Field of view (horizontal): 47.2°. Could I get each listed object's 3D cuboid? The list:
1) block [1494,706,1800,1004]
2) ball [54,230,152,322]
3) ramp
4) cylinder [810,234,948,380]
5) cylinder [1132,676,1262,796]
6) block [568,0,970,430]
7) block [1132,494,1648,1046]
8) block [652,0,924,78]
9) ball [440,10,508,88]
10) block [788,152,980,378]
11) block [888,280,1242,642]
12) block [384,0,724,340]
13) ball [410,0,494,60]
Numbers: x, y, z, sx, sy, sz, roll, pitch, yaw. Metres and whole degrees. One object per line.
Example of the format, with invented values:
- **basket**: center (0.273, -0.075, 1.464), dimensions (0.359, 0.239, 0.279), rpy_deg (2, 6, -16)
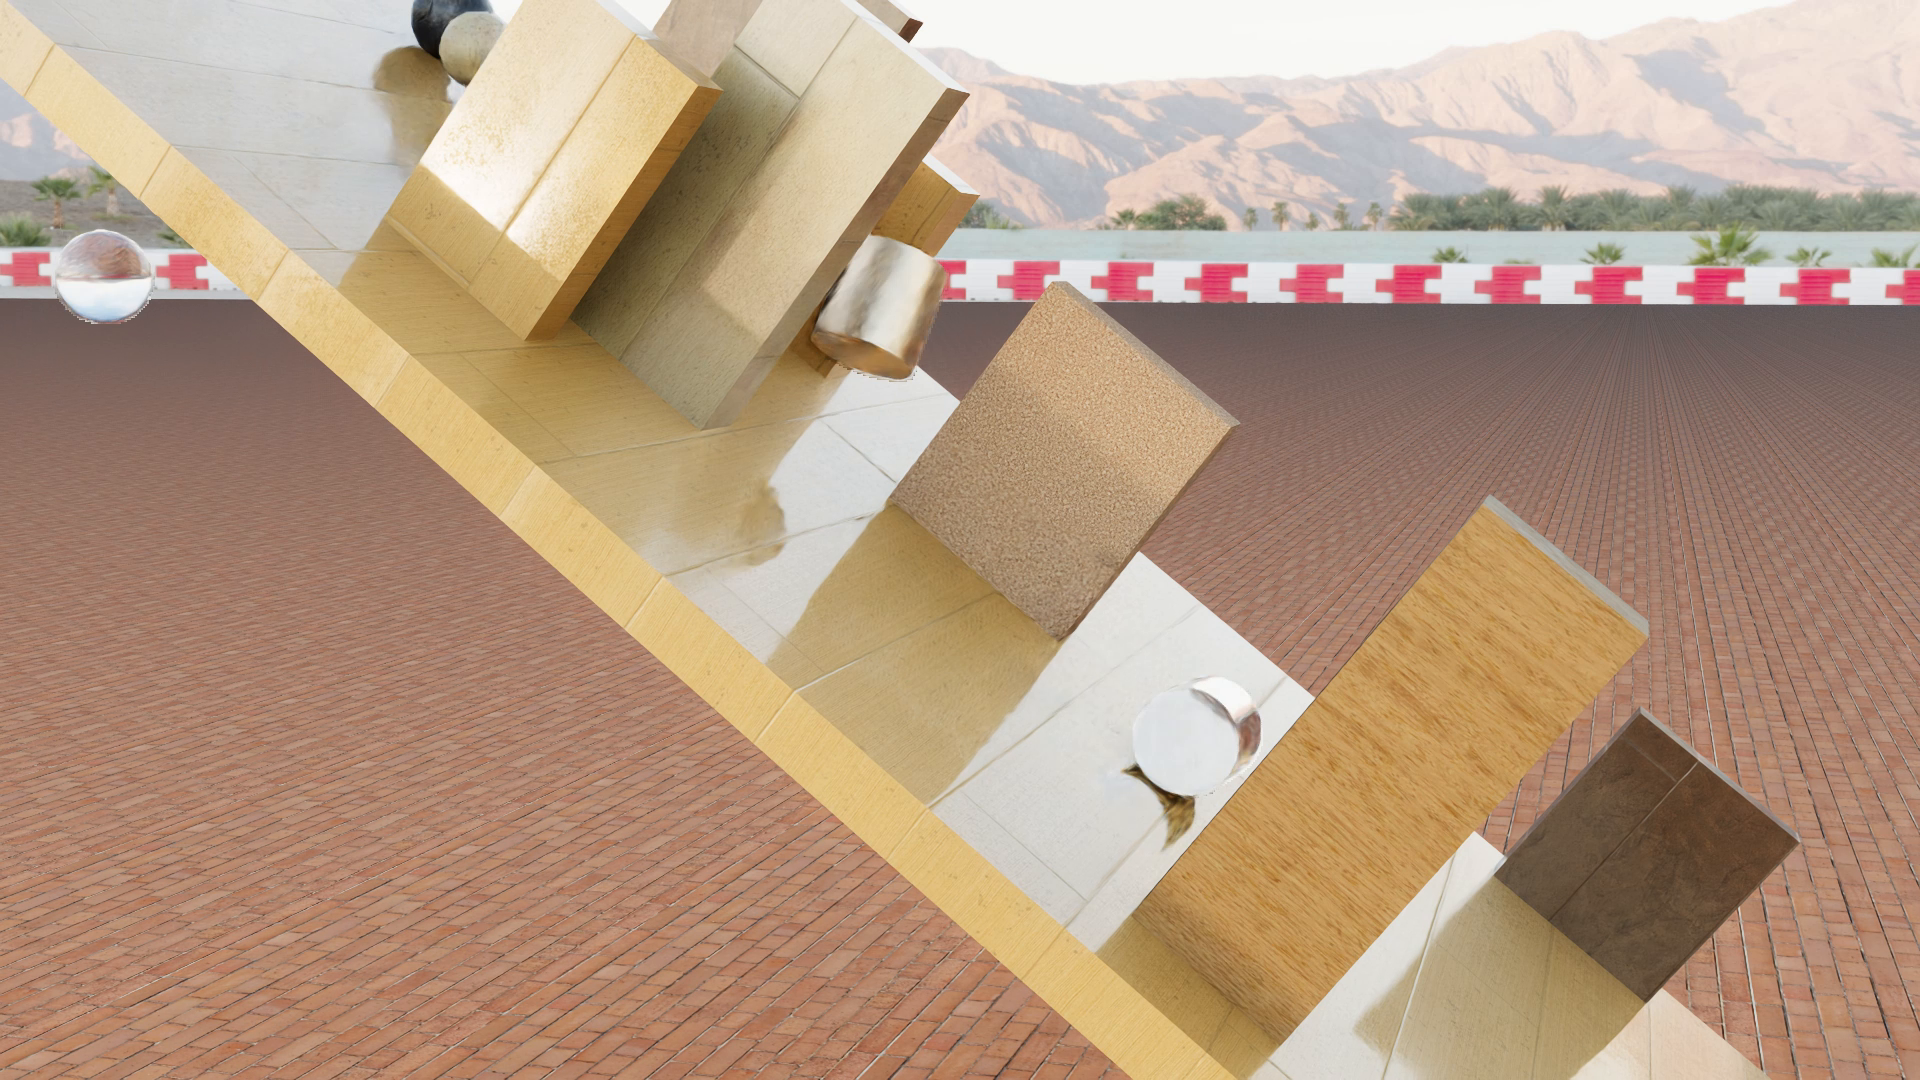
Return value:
- **block**: center (1.418, 0.652, 4.562), dimensions (0.402, 0.460, 0.082), rpy_deg (40, 16, 9)
- **ball**: center (-1.817, -0.559, 4.665), dimensions (0.194, 0.194, 0.194), rpy_deg (0, 7, 0)
- **ramp**: center (-0.030, 0.083, 4.054), dimensions (4.000, 0.100, 2.000), rpy_deg (40, 16, 9)
- **cylinder**: center (-0.148, -0.429, 4.053), dimensions (0.198, 0.198, 0.198), rpy_deg (19, -13, 4)
- **cylinder**: center (0.408, 0.333, 3.772), dimensions (0.183, 0.183, 0.183), rpy_deg (2, 3, 20)
- **block**: center (-0.340, -0.573, 3.725), dimensions (0.341, 0.714, 0.131), rpy_deg (40, 16, 9)
- **block**: center (0.604, 0.329, 3.127), dimensions (0.279, 0.780, 0.148), rpy_deg (40, 16, 9)
- **block**: center (-0.443, -0.846, 4.281), dimensions (0.412, 0.703, 0.086), rpy_deg (40, 16, 9)
- **ball**: center (-0.972, -0.990, 4.448), dimensions (0.158, 0.158, 0.158), rpy_deg (0, 7, 0)
- **block**: center (-0.237, -0.620, 4.519), dimensions (0.320, 0.472, 0.136), rpy_deg (40, 16, 9)
- **block**: center (0.189, -0.146, 4.049), dimensions (0.417, 0.509, 0.109), rpy_deg (40, 16, 9)
- **block**: center (-0.660, -0.621, 3.551), dimensions (0.321, 0.504, 0.102), rpy_deg (40, 16, 9)
- **ball**: center (-1.058, -1.085, 4.593), dimensions (0.173, 0.173, 0.173), rpy_deg (0, 7, 0)
